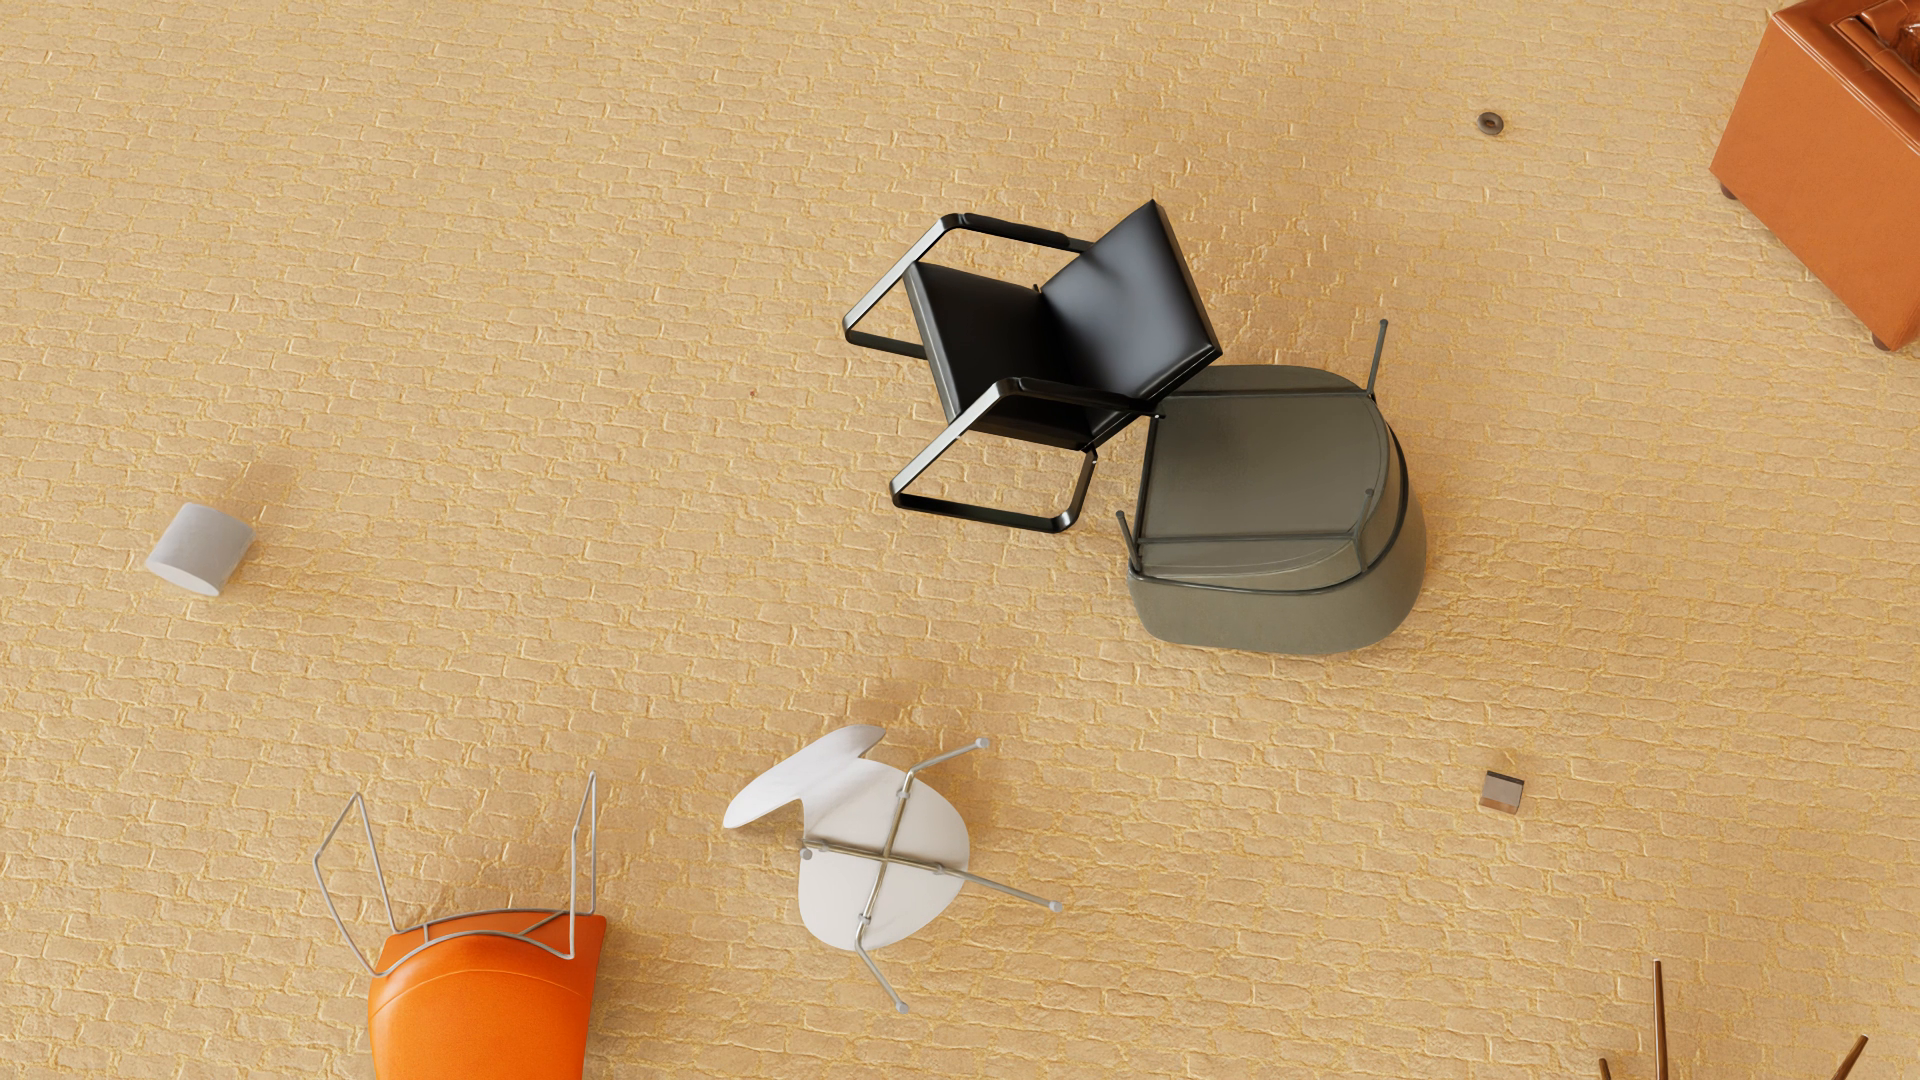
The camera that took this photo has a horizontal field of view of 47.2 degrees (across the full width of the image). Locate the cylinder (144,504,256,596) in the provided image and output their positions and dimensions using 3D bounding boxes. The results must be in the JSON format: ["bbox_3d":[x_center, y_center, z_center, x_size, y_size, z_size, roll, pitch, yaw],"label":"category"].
[{"bbox_3d":[-2.239,0.026,6.487,0.239,0.112,0.220,20,58,5],"label":"cylinder"}]

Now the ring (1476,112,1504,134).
[{"bbox_3d":[1.812,-1.423,7.514,0.091,0.025,0.102,-2,55,-2],"label":"ring"}]

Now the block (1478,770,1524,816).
[{"bbox_3d":[1.496,0.698,6.076,0.104,0.049,0.086,16,58,10],"label":"block"}]
